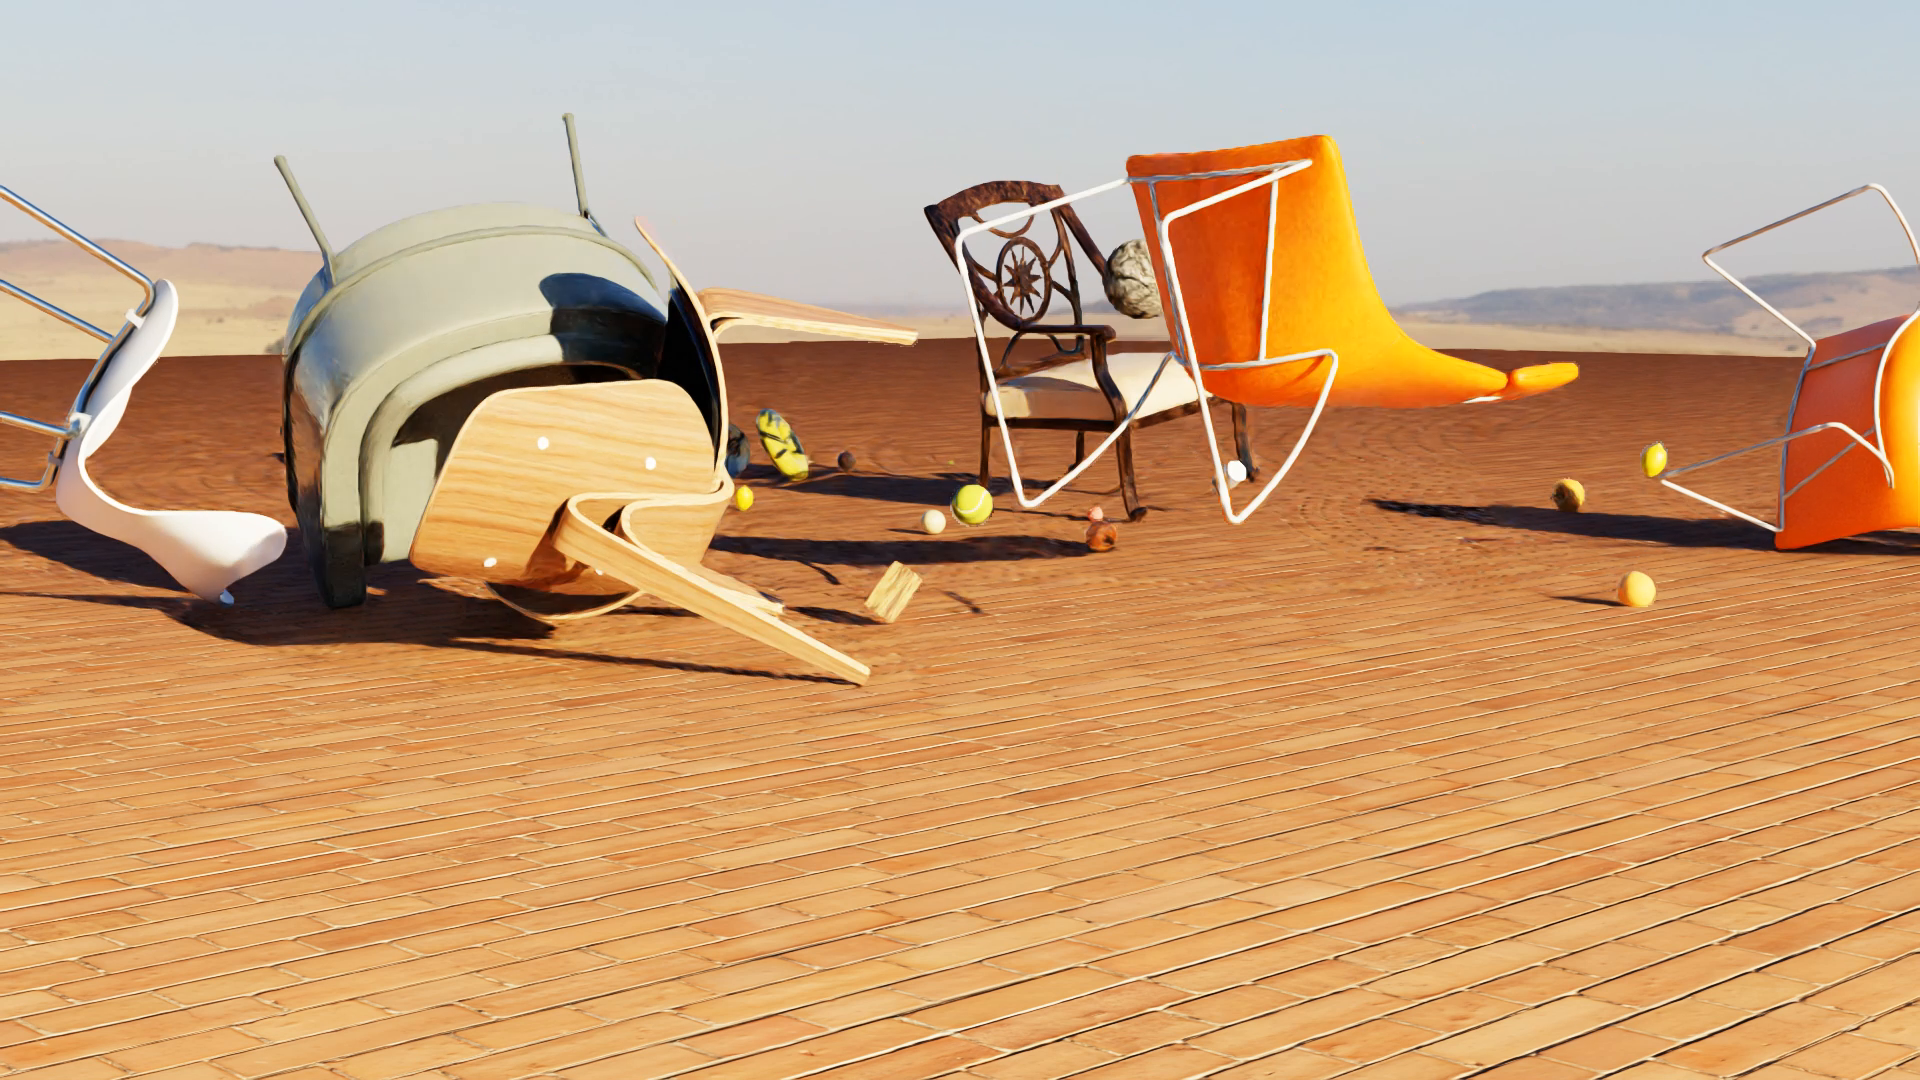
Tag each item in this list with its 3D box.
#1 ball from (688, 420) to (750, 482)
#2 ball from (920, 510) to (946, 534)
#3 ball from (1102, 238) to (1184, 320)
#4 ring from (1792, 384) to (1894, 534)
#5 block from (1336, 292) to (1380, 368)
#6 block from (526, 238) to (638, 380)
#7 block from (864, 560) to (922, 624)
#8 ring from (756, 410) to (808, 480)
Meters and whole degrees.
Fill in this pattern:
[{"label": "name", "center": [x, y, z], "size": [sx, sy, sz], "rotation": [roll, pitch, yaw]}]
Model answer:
[{"label": "ball", "center": [-0.767, -0.281, 8.182], "size": [0.197, 0.197, 0.197], "rotation": [0, 6, 0]}, {"label": "ball", "center": [-0.068, -0.045, 6.539], "size": [0.064, 0.064, 0.064], "rotation": [0, 6, 0]}, {"label": "ball", "center": [0.511, -0.730, 7.165], "size": [0.226, 0.226, 0.226], "rotation": [0, 6, 0]}, {"label": "ring", "center": [2.191, -0.202, 6.371], "size": [0.218, 0.387, 0.157], "rotation": [19, 11, 18]}, {"label": "block", "center": [1.091, -0.576, 7.037], "size": [0.109, 0.189, 0.136], "rotation": [-1, 10, 6]}, {"label": "block", "center": [-1.140, -0.694, 7.728], "size": [0.220, 0.284, 0.238], "rotation": [27, 54, 4]}, {"label": "block", "center": [-0.125, 0.098, 4.826], "size": [0.038, 0.102, 0.066], "rotation": [33, -4, 27]}, {"label": "ring", "center": [-0.576, -0.305, 8.325], "size": [0.063, 0.272, 0.257], "rotation": [-29, -10, 13]}]
